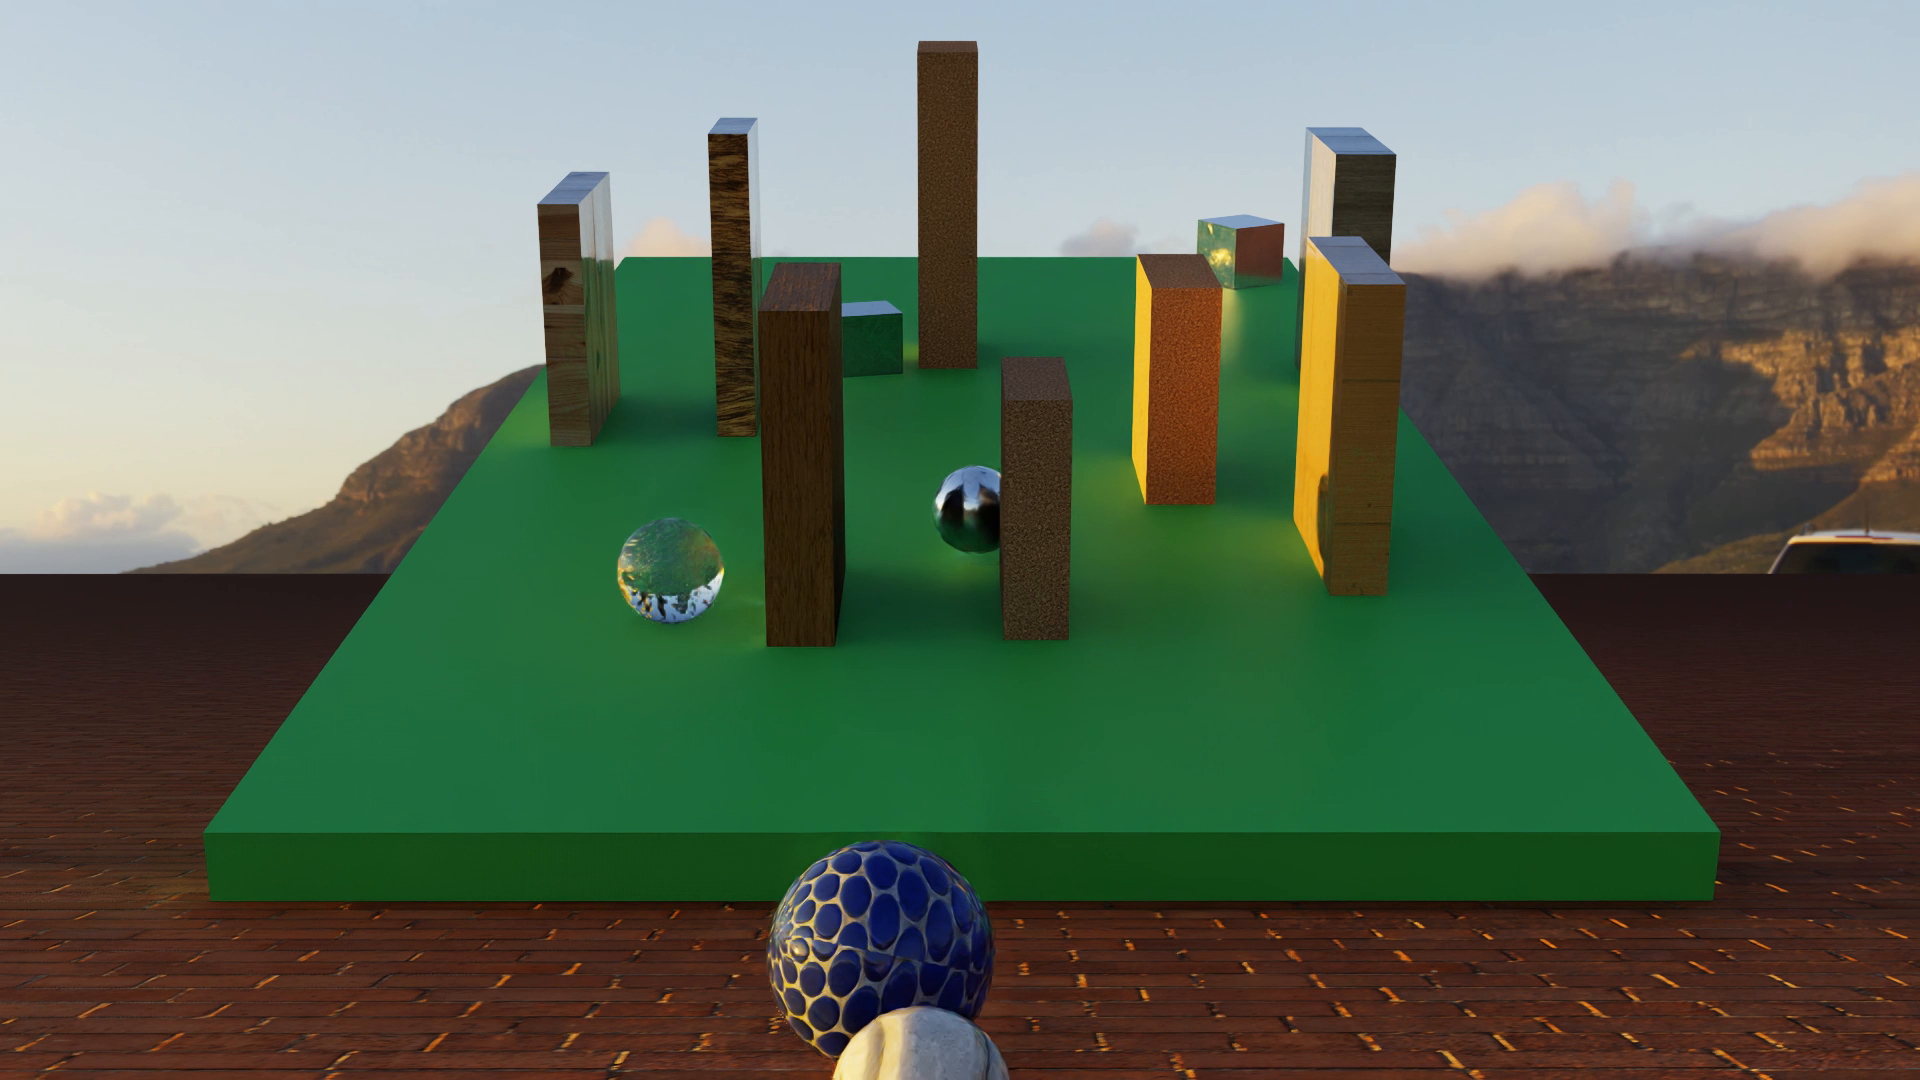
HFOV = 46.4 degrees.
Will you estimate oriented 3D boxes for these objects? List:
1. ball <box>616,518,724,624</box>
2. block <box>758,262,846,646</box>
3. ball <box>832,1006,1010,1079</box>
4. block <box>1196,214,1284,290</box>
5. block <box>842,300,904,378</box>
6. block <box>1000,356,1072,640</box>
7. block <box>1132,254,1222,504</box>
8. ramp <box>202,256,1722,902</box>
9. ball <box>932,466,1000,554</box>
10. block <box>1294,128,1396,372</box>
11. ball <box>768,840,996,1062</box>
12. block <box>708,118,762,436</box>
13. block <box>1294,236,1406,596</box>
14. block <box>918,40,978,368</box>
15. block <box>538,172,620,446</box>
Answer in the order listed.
[{"bbox_3d":[-0.478,0.051,3.690,0.175,0.175,0.175,0,-1,0],"label":"ball"},{"bbox_3d":[-0.257,-0.150,3.700,0.110,0.550,0.386,0,18,0],"label":"block"},{"bbox_3d":[-0.028,0.398,1.597,0.130,0.130,0.130,0,-1,0],"label":"ball"},{"bbox_3d":[0.797,-0.821,6.371,0.174,0.174,0.174,-11,21,-30],"label":"block"},{"bbox_3d":[-0.228,-0.484,5.375,0.147,0.147,0.147,-5,19,-16],"label":"block"},{"bbox_3d":[0.123,-0.074,3.709,0.106,0.401,0.294,0,18,0],"label":"block"},{"bbox_3d":[0.426,-0.324,4.438,0.134,0.426,0.344,0,18,0],"label":"block"},{"bbox_3d":[-0.004,-0.187,4.864,2.000,0.100,4.000,0,18,0],"label":"ramp"},{"bbox_3d":[0.028,-0.053,3.941,0.156,0.156,0.156,0,-1,0],"label":"ball"},{"bbox_3d":[0.881,-0.633,5.154,0.132,0.572,0.438,0,18,0],"label":"block"},{"bbox_3d":[-0.070,0.367,1.984,0.202,0.202,0.202,0,-1,0],"label":"ball"},{"bbox_3d":[-0.480,-0.569,4.832,0.082,0.646,0.260,0,18,0],"label":"block"},{"bbox_3d":[0.683,-0.230,3.963,0.097,0.541,0.435,0,18,0],"label":"block"},{"bbox_3d":[-0.029,-0.811,5.409,0.141,0.749,0.271,0,18,0],"label":"block"},{"bbox_3d":[-0.823,-0.510,4.862,0.085,0.514,0.435,0,18,0],"label":"block"}]
